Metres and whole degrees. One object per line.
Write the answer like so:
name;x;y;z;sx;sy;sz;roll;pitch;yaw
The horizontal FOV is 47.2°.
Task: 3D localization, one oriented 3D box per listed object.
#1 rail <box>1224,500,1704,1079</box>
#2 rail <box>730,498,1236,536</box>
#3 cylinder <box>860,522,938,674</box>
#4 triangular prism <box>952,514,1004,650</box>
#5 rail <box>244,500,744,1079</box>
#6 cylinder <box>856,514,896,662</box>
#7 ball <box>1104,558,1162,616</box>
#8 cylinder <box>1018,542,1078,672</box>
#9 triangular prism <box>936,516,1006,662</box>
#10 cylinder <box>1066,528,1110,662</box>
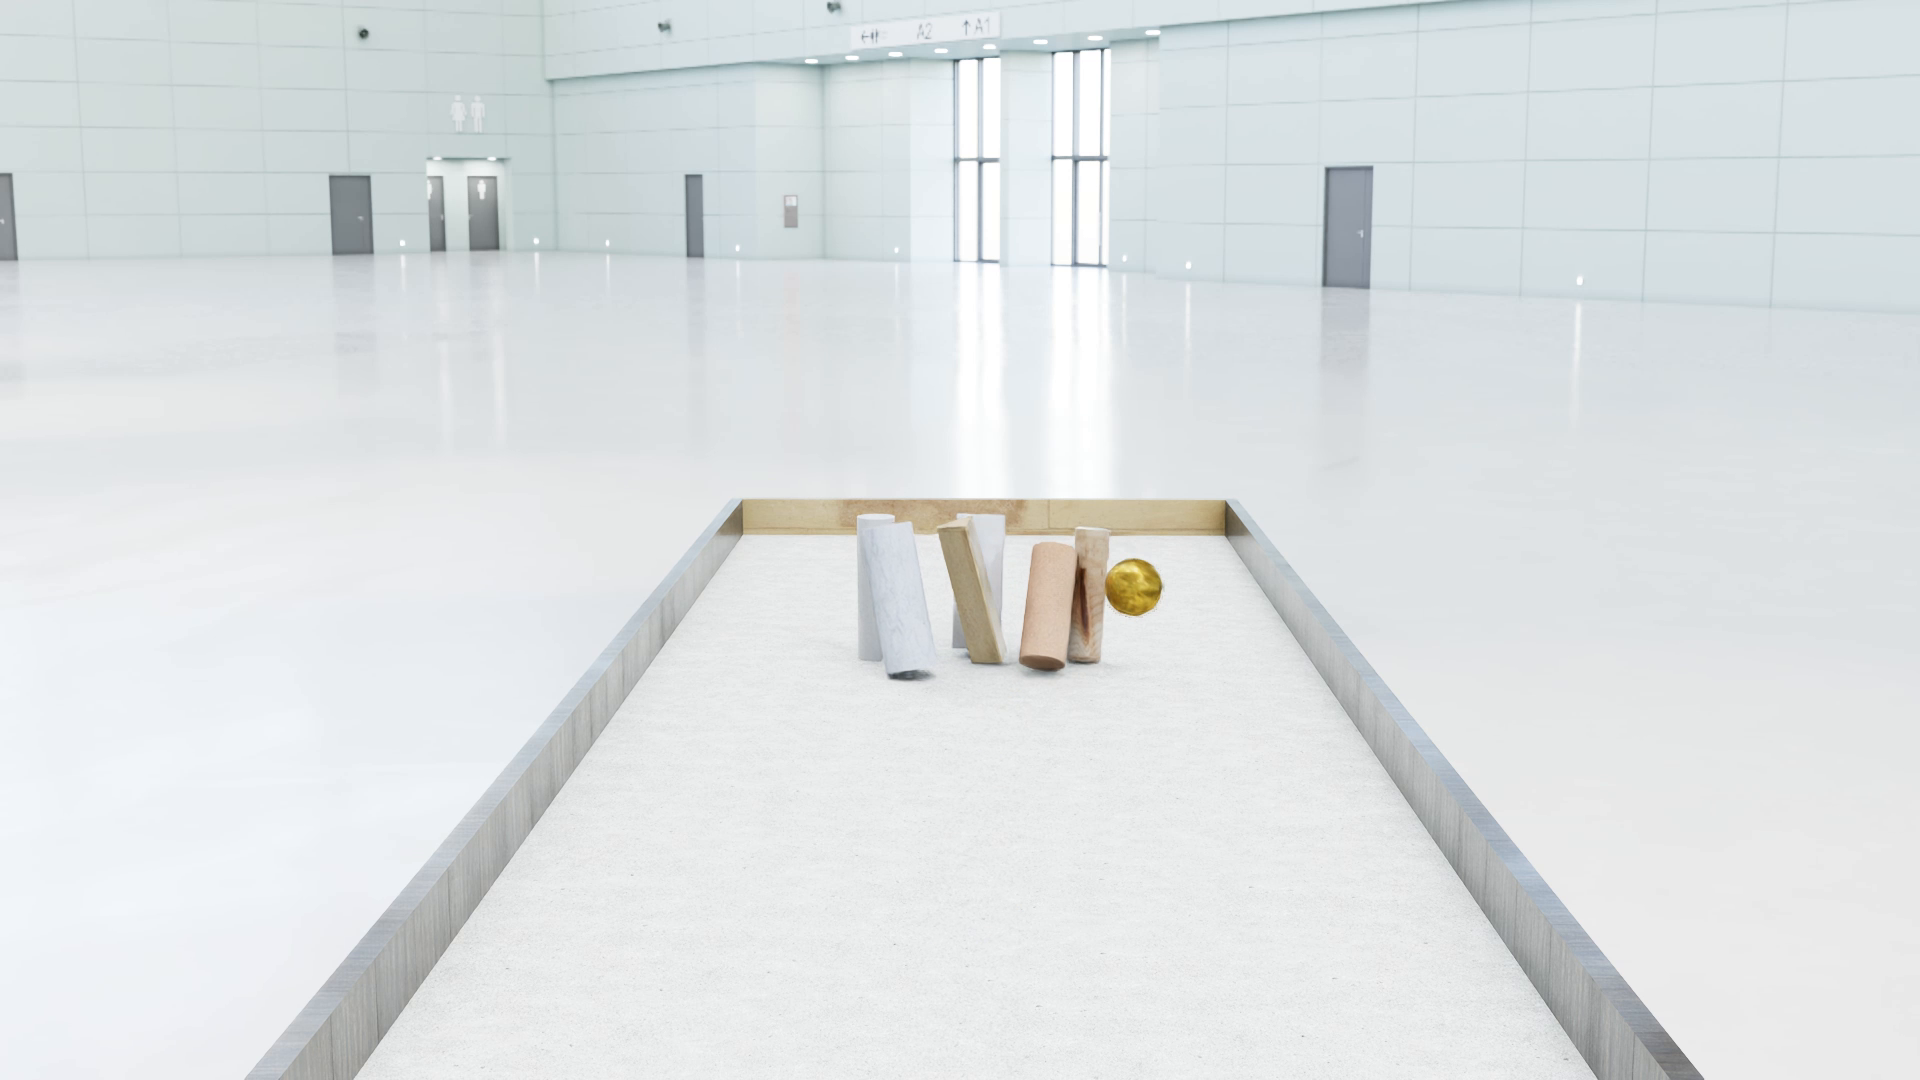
rail;1.046;0.843;3.208;0.050;0.150;12.000;0;9;1
rail;0.099;-0.098;9.147;2.100;0.150;0.050;0;9;1
cylinder;-0.180;0.172;6.478;0.154;0.428;0.154;-10;-3;-1
triangular prism;0.065;0.132;6.801;0.148;0.413;0.128;1;-3;8
rail;-1.004;0.839;3.234;0.050;0.150;12.000;0;9;1
cylinder;-0.255;0.144;6.707;0.116;0.436;0.116;0;9;0
ball;0.511;0.139;6.486;0.171;0.171;0.171;0;9;0
cylinder;0.264;0.198;6.552;0.138;0.359;0.138;7;-22;3
triangular prism;0.058;0.148;6.613;0.117;0.434;0.102;-3;18;41
cylinder;0.389;0.164;6.671;0.105;0.398;0.105;4;4;0
